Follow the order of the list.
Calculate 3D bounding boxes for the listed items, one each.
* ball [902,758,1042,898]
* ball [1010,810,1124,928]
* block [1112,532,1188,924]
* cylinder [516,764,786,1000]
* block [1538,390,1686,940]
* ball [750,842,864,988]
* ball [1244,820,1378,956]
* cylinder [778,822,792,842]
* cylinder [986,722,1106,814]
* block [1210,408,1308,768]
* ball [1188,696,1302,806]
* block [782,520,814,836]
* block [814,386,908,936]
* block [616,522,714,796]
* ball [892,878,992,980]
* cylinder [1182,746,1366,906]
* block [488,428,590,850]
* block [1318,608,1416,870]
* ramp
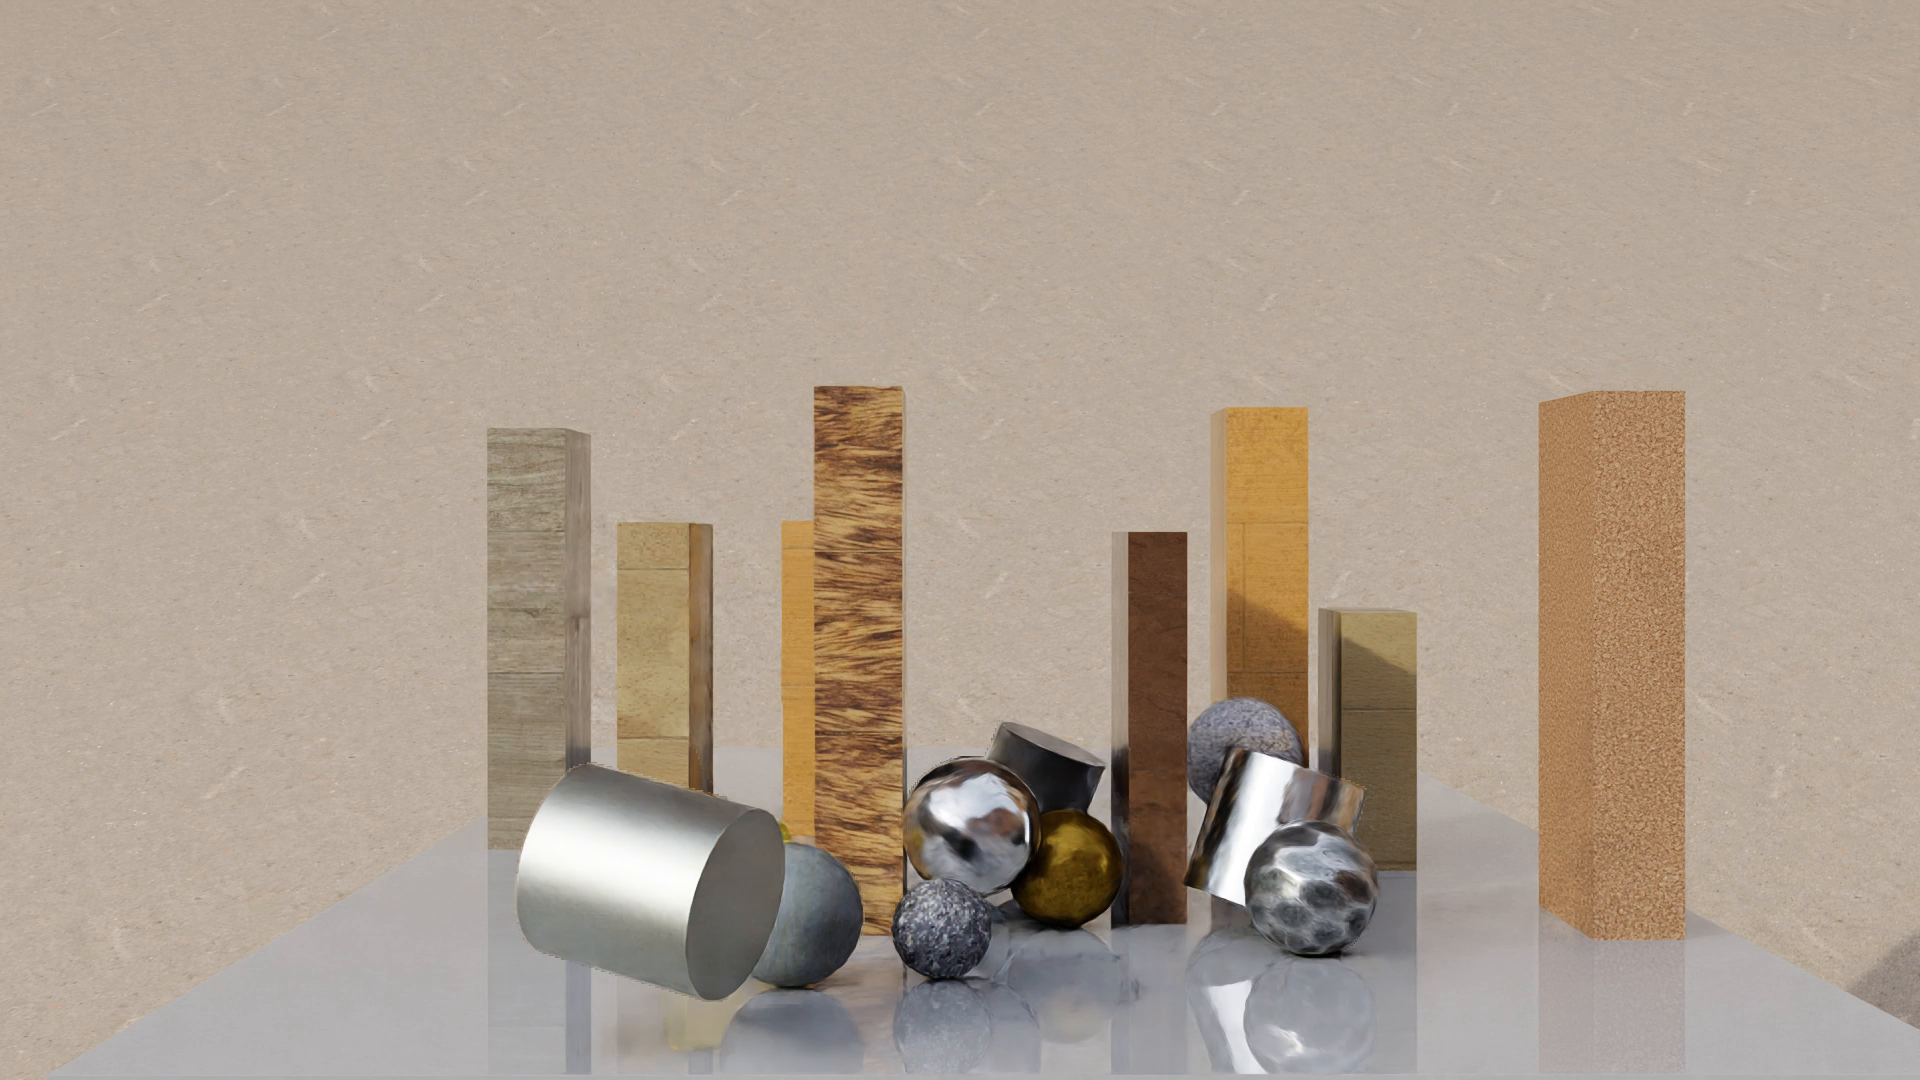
[{"bbox_3d":[0.016,0.393,3.532,0.192,0.192,0.192,0,29,0],"label":"ball"},{"bbox_3d":[0.147,0.461,3.632,0.164,0.164,0.164,0,29,0],"label":"ball"},{"bbox_3d":[0.279,0.265,3.852,0.084,0.554,0.397,0,0,0],"label":"block"},{"bbox_3d":[-0.329,0.365,2.771,0.207,0.207,0.207,12,31,23],"label":"cylinder"},{"bbox_3d":[0.922,0.170,3.677,0.124,0.745,0.332,0,0,0],"label":"block"},{"bbox_3d":[-0.206,0.457,3.155,0.175,0.175,0.175,0,29,0],"label":"ball"},{"bbox_3d":[0.459,0.456,3.387,0.176,0.176,0.176,0,29,0],"label":"ball"},{"bbox_3d":[-0.319,0.467,3.557,0.153,0.153,0.153,0,28,-19],"label":"cylinder"},{"bbox_3d":[0.117,0.412,4.162,0.182,0.182,0.182,22,4,-2],"label":"cylinder"},{"bbox_3d":[0.514,0.159,4.467,0.136,0.763,0.275,0,0,0],"label":"block"},{"bbox_3d":[0.462,0.354,4.232,0.197,0.197,0.197,0,29,0],"label":"ball"},{"bbox_3d":[-0.273,0.252,4.858,0.103,0.574,0.283,0,0,0],"label":"block"},{"bbox_3d":[-0.140,0.166,3.717,0.121,0.754,0.348,0,0,0],"label":"block"},{"bbox_3d":[-0.454,0.258,4.012,0.105,0.568,0.391,0,0,0],"label":"block"},{"bbox_3d":[-0.023,0.482,3.210,0.124,0.124,0.124,0,29,0],"label":"ball"},{"bbox_3d":[0.436,0.414,3.591,0.202,0.202,0.202,18,-5,2],"label":"cylinder"},{"bbox_3d":[-0.757,0.172,4.670,0.136,0.736,0.311,0,0,0],"label":"block"},{"bbox_3d":[0.685,0.329,4.366,0.123,0.422,0.274,0,0,0],"label":"block"},{"bbox_3d":[0.066,0.590,4.642,2.000,0.100,4.000,0,0,0],"label":"ramp"}]
